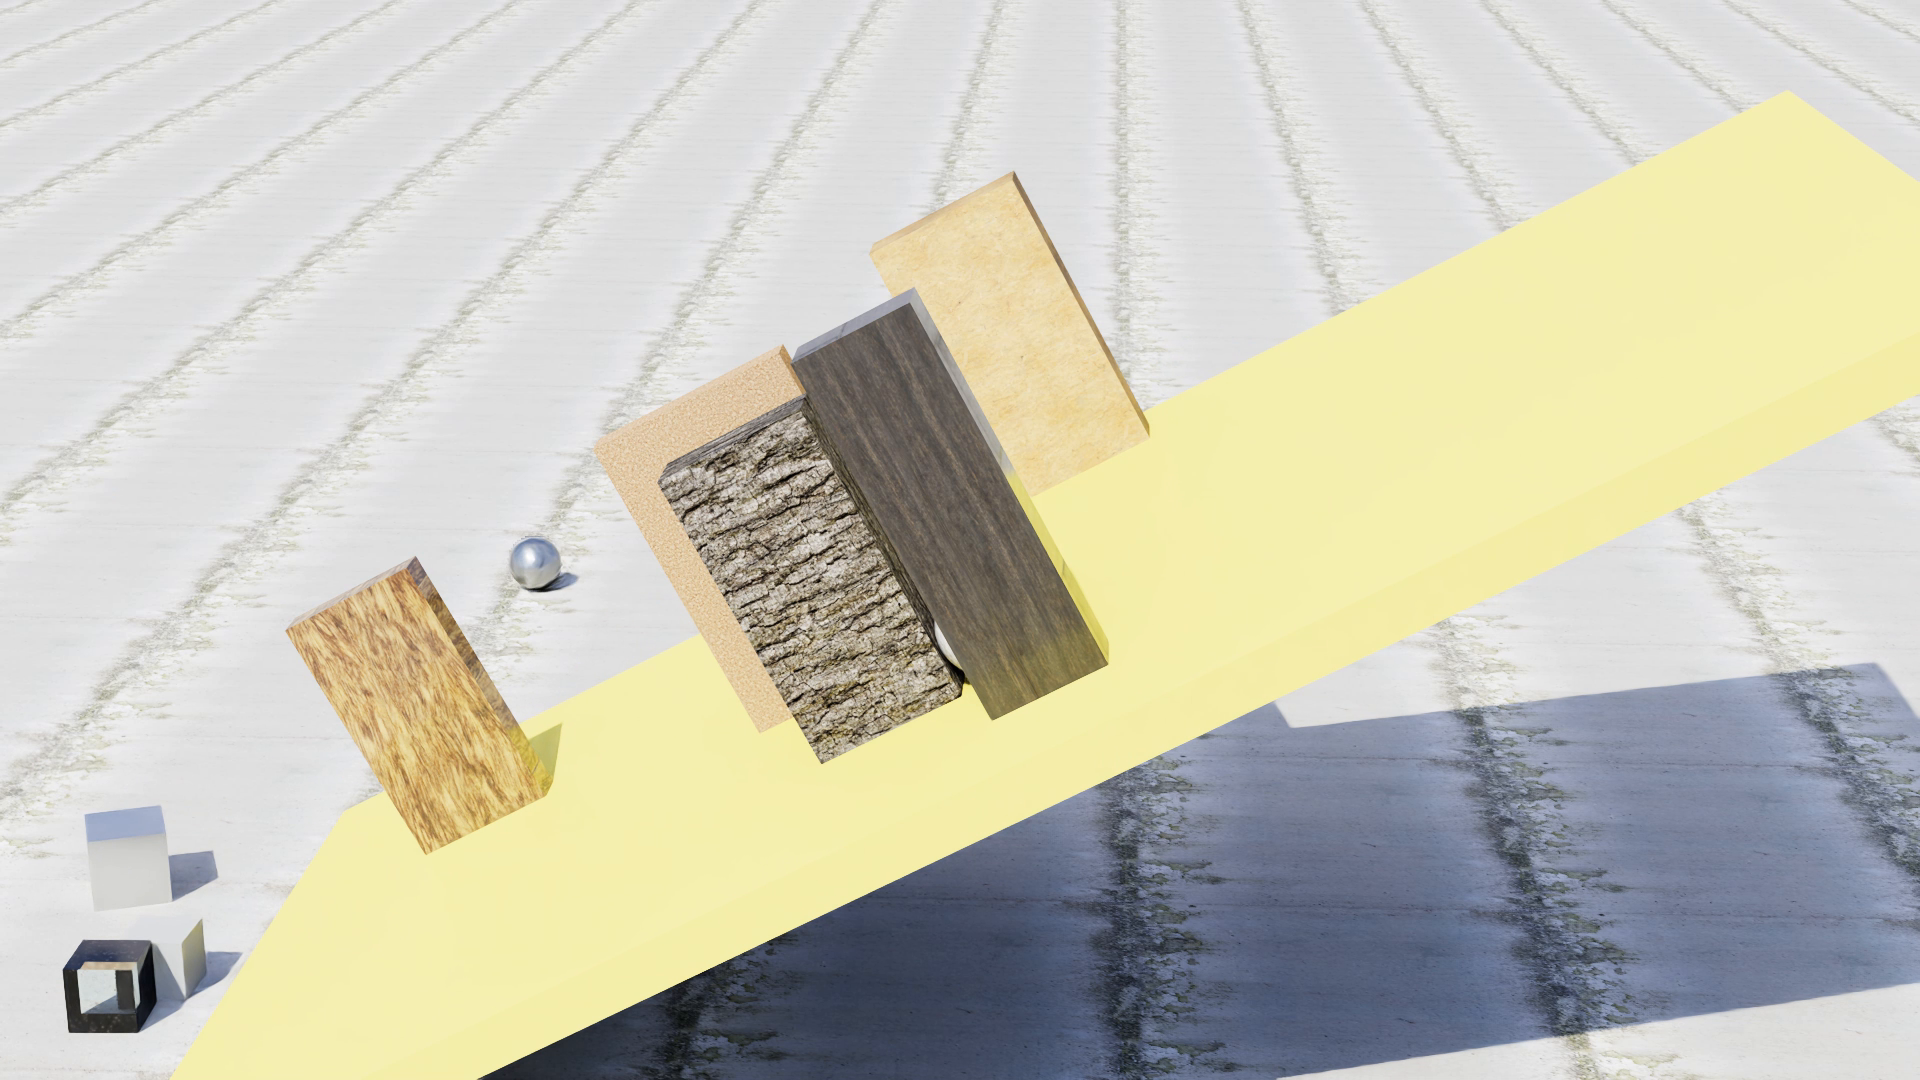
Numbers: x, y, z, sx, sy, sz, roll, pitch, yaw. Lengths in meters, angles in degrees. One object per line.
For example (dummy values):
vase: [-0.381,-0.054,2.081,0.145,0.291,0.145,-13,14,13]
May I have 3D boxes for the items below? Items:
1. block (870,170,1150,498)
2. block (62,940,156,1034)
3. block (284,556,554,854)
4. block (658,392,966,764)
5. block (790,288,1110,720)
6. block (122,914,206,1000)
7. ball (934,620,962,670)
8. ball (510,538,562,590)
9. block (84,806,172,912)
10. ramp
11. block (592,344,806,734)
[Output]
block: [0.121,-0.468,6.915,0.375,0.692,0.125,-26,14,11]
block: [-1.920,1.008,6.646,0.156,0.156,0.156,0,17,1]
block: [-1.234,0.382,6.732,0.325,0.618,0.091,-26,14,11]
block: [-0.290,0.079,5.853,0.320,0.663,0.139,-26,14,11]
block: [-0.012,-0.064,5.547,0.251,0.789,0.132,-26,14,11]
block: [-1.841,0.966,6.804,0.143,0.143,0.143,2,17,5]
ball: [0.046,0.170,5.843,0.195,0.195,0.195,0,17,0]
ball: [-1.384,0.077,9.593,0.170,0.170,0.170,0,17,0]
block: [-2.064,0.789,7.296,0.186,0.186,0.186,-6,18,-17]
ramp: [0.141,0.167,6.281,4.000,0.100,2.000,-26,14,11]
block: [-0.400,0.003,6.228,0.448,0.715,0.082,-26,14,11]
